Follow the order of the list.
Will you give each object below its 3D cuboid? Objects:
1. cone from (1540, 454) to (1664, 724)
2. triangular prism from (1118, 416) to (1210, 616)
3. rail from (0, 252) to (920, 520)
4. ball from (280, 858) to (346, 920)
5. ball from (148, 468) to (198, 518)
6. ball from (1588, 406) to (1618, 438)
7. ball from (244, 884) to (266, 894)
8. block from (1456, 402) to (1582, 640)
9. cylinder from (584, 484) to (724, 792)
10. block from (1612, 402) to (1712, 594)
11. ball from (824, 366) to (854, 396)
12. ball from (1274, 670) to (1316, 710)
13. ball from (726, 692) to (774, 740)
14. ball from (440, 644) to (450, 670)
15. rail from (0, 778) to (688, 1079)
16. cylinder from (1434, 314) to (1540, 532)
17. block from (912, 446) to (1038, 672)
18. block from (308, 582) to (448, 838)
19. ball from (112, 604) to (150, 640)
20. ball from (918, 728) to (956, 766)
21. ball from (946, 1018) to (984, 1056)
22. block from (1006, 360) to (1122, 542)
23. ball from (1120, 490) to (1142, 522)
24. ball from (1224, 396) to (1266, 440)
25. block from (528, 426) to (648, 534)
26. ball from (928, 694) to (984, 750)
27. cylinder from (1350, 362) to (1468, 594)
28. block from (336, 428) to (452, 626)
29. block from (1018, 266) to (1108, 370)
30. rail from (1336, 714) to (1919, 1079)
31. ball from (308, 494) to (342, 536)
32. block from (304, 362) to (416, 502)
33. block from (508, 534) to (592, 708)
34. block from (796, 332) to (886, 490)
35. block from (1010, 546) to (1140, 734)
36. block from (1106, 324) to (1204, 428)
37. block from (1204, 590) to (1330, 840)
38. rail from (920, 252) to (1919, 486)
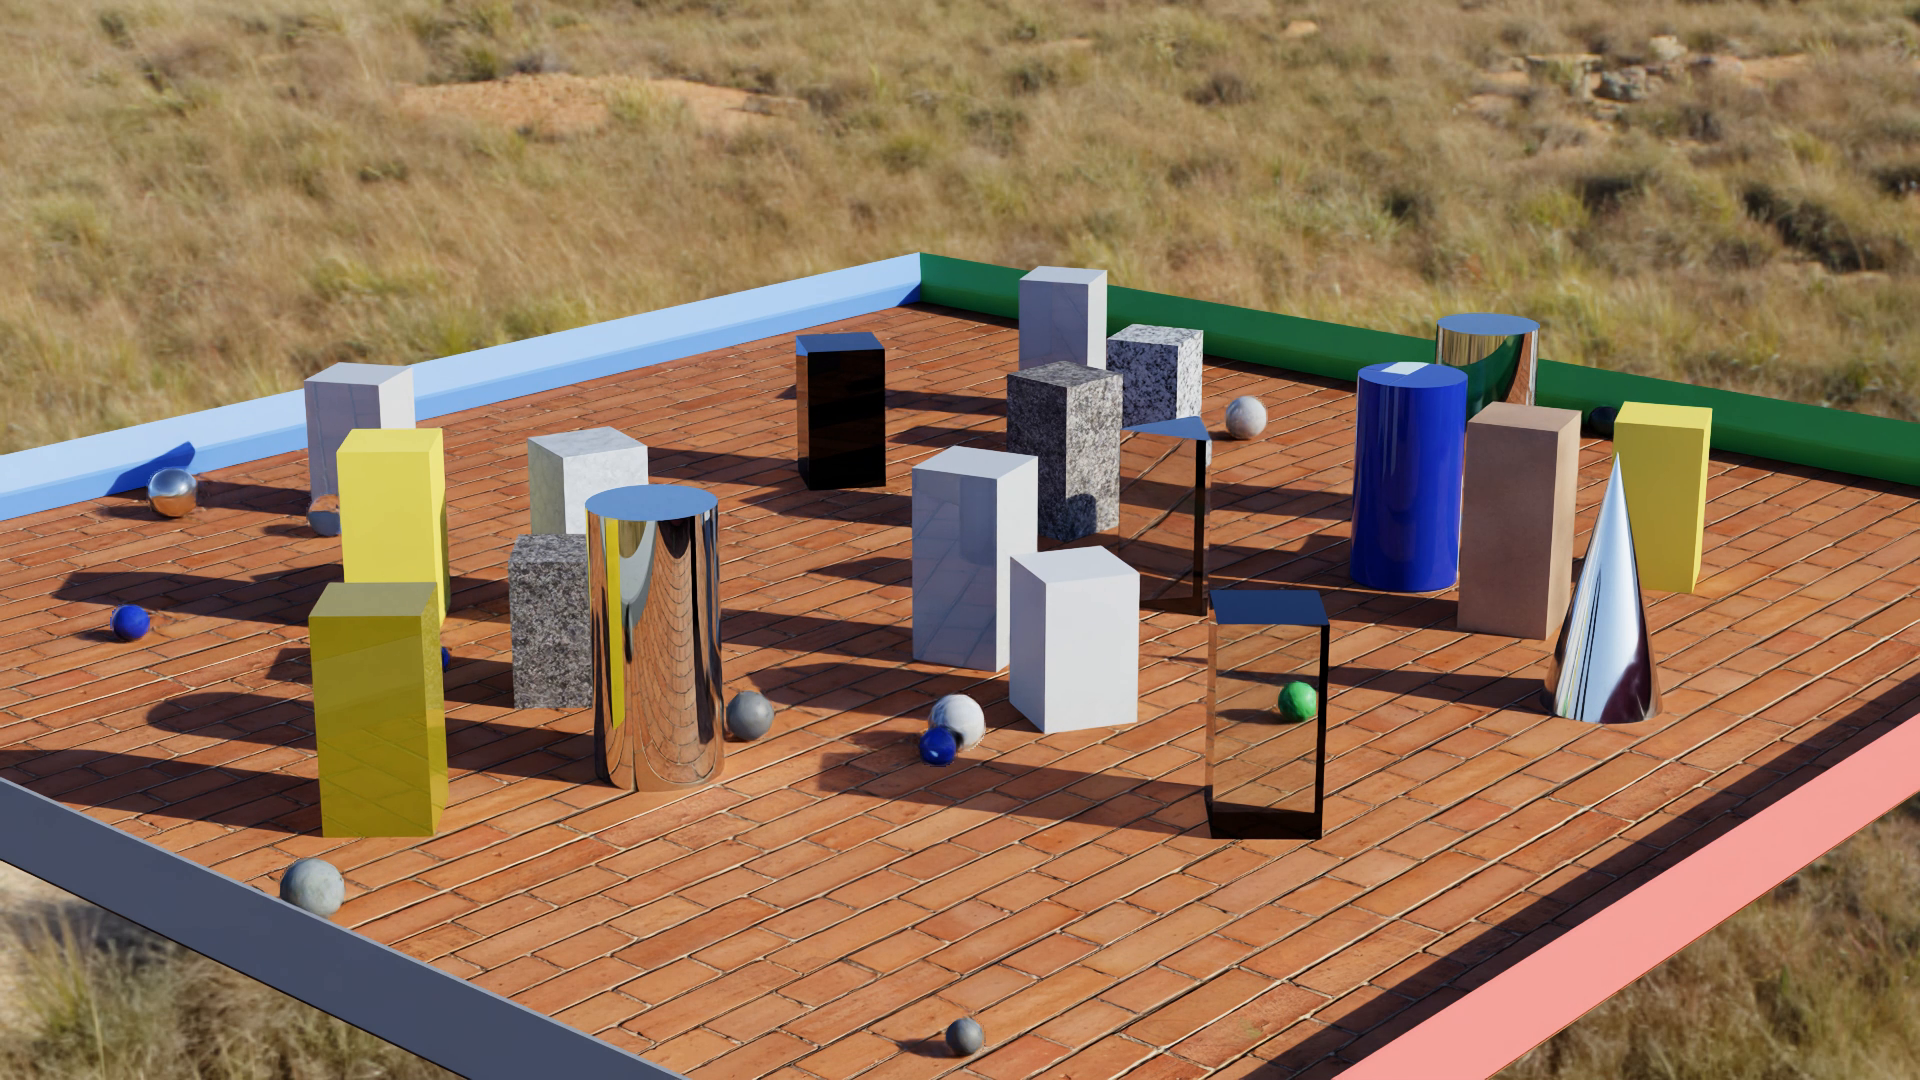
[{"bbox_3d":[1.005,0.060,4.536,0.190,0.408,0.190,0,17,0],"label":"cone"},{"bbox_3d":[0.378,-0.048,5.060,0.165,0.311,0.143,9,19,26],"label":"triangular prism"},{"bbox_3d":[-1.239,-0.280,6.150,0.045,0.124,3.519,14,22,39],"label":"rail"},{"bbox_3d":[-0.838,0.454,3.794,0.083,0.083,0.083,0,17,0],"label":"ball"},{"bbox_3d":[-1.496,-0.090,5.573,0.095,0.095,0.095,0,17,0],"label":"ball"},{"bbox_3d":[1.352,-0.249,6.149,0.066,0.066,0.066,0,17,0],"label":"ball"},{"bbox_3d":[-0.914,0.475,3.748,0.069,0.069,0.069,0,17,0],"label":"ball"},{"bbox_3d":[0.940,-0.034,4.929,0.152,0.360,0.152,8,19,24],"label":"block"},{"bbox_3d":[-0.443,0.141,4.267,0.190,0.408,0.190,0,17,0],"label":"cylinder"},{"bbox_3d":[1.233,-0.076,5.179,0.152,0.298,0.152,6,18,18],"label":"block"},{"bbox_3d":[-0.266,-0.350,6.485,0.067,0.067,0.067,0,17,0],"label":"ball"},{"bbox_3d":[0.520,0.234,4.558,0.063,0.063,0.063,0,17,0],"label":"ball"},{"bbox_3d":[-0.319,0.265,4.436,0.073,0.073,0.073,0,17,0],"label":"ball"},{"bbox_3d":[-0.847,0.191,4.726,0.048,0.048,0.048,0,17,0],"label":"ball"},{"bbox_3d":[-1.138,0.410,3.866,3.328,0.124,0.045,14,22,39],"label":"rail"},{"bbox_3d":[0.985,-0.221,5.519,0.190,0.378,0.190,0,17,0],"label":"cylinder"},{"bbox_3d":[0.025,0.029,4.783,0.152,0.324,0.152,8,19,25],"label":"block"},{"bbox_3d":[-0.810,0.236,4.099,0.152,0.323,0.152,0,17,-1],"label":"block"},{"bbox_3d":[-1.380,0.137,4.881,0.061,0.061,0.061,0,17,0],"label":"ball"},{"bbox_3d":[-0.033,0.305,4.334,0.056,0.056,0.056,0,17,0],"label":"ball"},{"bbox_3d":[0.005,0.582,3.437,0.044,0.044,0.044,0,17,0],"label":"ball"},{"bbox_3d":[0.195,-0.168,5.488,0.152,0.294,0.152,16,23,43],"label":"block"},{"bbox_3d":[0.314,-0.065,5.552,0.061,0.061,0.061,0,17,0],"label":"ball"},{"bbox_3d":[0.597,-0.255,6.132,0.088,0.088,0.088,0,17,0],"label":"ball"},{"bbox_3d":[-0.630,-0.021,4.990,0.152,0.301,0.152,-10,19,-29],"label":"block"},{"bbox_3d":[-0.005,0.272,4.391,0.085,0.085,0.085,0,17,0],"label":"ball"},{"bbox_3d":[0.789,-0.111,5.167,0.190,0.370,0.190,0,17,0],"label":"cylinder"},{"bbox_3d":[-0.955,-0.018,4.958,0.152,0.313,0.152,0,17,-2],"label":"block"},{"bbox_3d":[0.221,-0.422,6.313,0.152,0.303,0.152,5,18,17],"label":"block"},{"bbox_3d":[1.239,0.342,4.091,0.045,0.124,3.519,14,22,39],"label":"rail"},{"bbox_3d":[-1.173,-0.046,5.458,0.079,0.079,0.079,0,17,0],"label":"ball"},{"bbox_3d":[-1.141,-0.188,5.599,0.152,0.267,0.152,4,17,13],"label":"block"},{"bbox_3d":[-0.621,0.126,4.611,0.152,0.238,0.152,-1,17,-2],"label":"block"},{"bbox_3d":[-0.236,-0.256,5.806,0.152,0.279,0.152,-3,17,-11],"label":"block"},{"bbox_3d":[0.175,0.152,4.521,0.152,0.240,0.152,-6,18,-19],"label":"block"},{"bbox_3d":[0.395,-0.295,5.977,0.152,0.254,0.152,7,18,22],"label":"block"},{"bbox_3d":[0.426,0.243,4.093,0.152,0.314,0.152,0,17,1],"label":"block"},{"bbox_3d":[1.138,-0.348,6.375,3.328,0.124,0.045,14,22,39],"label":"rail"}]
